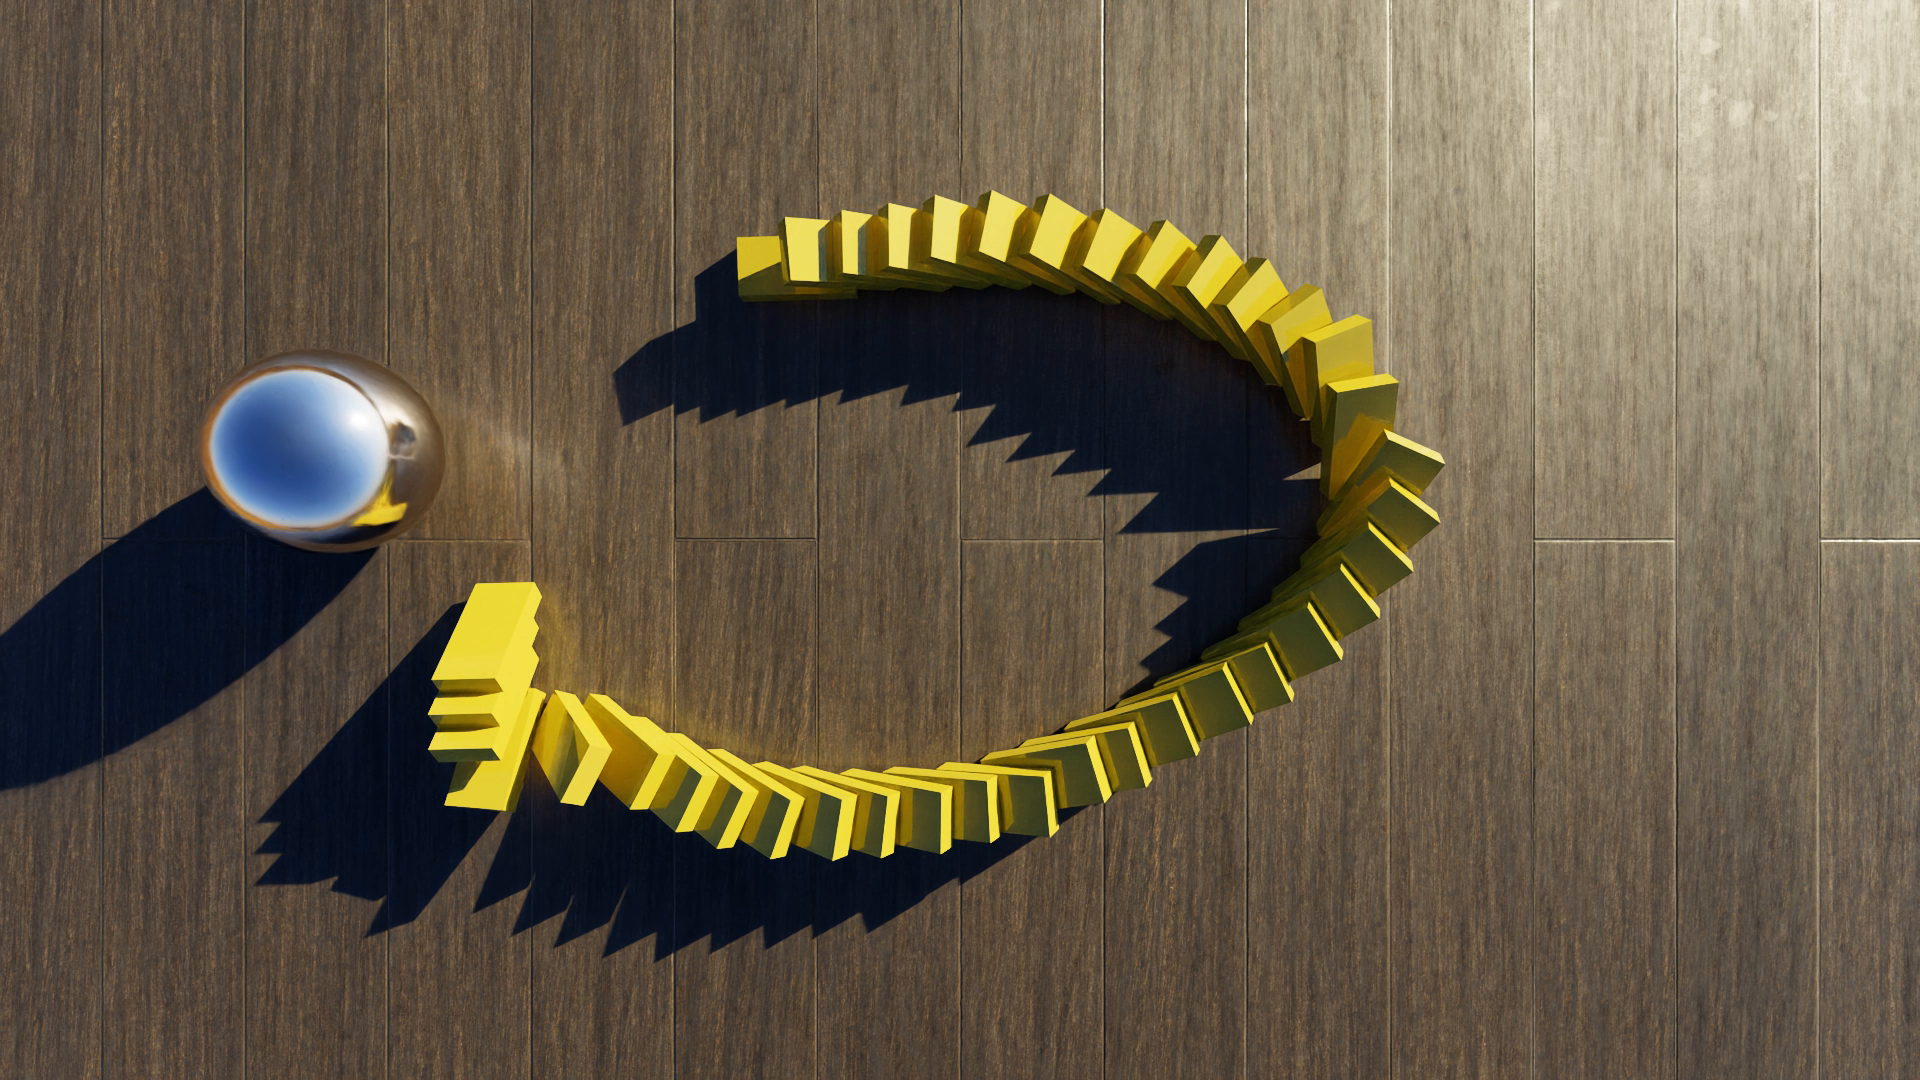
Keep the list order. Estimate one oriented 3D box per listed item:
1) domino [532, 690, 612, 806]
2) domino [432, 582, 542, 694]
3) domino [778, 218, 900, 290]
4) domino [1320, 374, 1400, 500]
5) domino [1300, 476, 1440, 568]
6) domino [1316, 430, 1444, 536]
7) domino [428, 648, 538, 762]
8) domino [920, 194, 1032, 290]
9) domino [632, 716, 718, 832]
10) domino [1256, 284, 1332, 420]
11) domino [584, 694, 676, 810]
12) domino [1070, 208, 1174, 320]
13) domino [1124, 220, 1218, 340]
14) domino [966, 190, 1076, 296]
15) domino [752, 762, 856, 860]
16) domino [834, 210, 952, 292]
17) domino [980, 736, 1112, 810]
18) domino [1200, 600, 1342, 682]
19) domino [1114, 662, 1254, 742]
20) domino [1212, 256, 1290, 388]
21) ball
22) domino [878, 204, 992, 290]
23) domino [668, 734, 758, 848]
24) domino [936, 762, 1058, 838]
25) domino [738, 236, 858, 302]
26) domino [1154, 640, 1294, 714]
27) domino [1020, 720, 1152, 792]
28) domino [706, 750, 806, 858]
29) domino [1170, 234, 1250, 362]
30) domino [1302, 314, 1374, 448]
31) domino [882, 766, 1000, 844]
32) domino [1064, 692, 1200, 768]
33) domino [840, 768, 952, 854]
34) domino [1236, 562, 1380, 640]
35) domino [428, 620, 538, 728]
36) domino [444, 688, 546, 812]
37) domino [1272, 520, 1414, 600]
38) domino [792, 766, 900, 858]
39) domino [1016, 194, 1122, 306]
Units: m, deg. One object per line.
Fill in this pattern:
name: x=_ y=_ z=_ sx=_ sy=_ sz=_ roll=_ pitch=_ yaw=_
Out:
domino: x=-0.162 y=0.085 z=0.378 sx=0.010 sy=0.050 sz=0.025 roll=27 pitch=90 yaw=-43
domino: x=-0.195 y=0.040 z=0.379 sx=0.025 sy=0.010 sz=0.050 roll=-1 pitch=46 yaw=0
domino: x=-0.049 y=-0.119 z=0.383 sx=0.050 sy=0.009 sz=0.025 roll=-6 pitch=92 yaw=-29
domino: x=0.166 y=-0.042 z=0.383 sx=0.025 sy=0.009 sz=0.050 roll=-9 pitch=122 yaw=0
domino: x=0.170 y=0.000 z=0.382 sx=0.025 sy=0.010 sz=0.050 roll=36 pitch=122 yaw=-4
domino: x=0.174 y=-0.019 z=0.382 sx=0.025 sy=0.009 sz=0.050 roll=23 pitch=124 yaw=-1
domino: x=-0.196 y=0.067 z=0.379 sx=0.025 sy=0.010 sz=0.050 roll=-1 pitch=46 yaw=0
domino: x=0.008 y=-0.123 z=0.382 sx=0.050 sy=0.010 sz=0.025 roll=5 pitch=86 yaw=-32
domino: x=-0.125 y=0.097 z=0.382 sx=0.050 sy=0.010 sz=0.025 roll=26 pitch=90 yaw=31
domino: x=0.145 y=-0.078 z=0.382 sx=0.025 sy=0.009 sz=0.050 roll=-36 pitch=123 yaw=-1
domino: x=-0.143 y=0.088 z=0.383 sx=0.050 sy=0.010 sz=0.025 roll=27 pitch=90 yaw=31
domino: x=0.073 y=-0.115 z=0.384 sx=0.050 sy=0.010 sz=0.025 roll=22 pitch=90 yaw=-28
domino: x=0.094 y=-0.108 z=0.384 sx=0.050 sy=0.009 sz=0.025 roll=30 pitch=90 yaw=-27
domino: x=0.028 y=-0.123 z=0.382 sx=0.050 sy=0.009 sz=0.025 roll=13 pitch=88 yaw=-32
domino: x=-0.067 y=0.112 z=0.382 sx=0.050 sy=0.010 sz=0.025 roll=10 pitch=92 yaw=31
domino: x=-0.028 y=-0.120 z=0.384 sx=0.050 sy=0.010 sz=0.025 roll=-1 pitch=90 yaw=-29
domino: x=0.035 y=0.099 z=0.382 sx=0.050 sy=0.010 sz=0.025 roll=-17 pitch=90 yaw=29
domino: x=0.130 y=0.048 z=0.383 sx=0.050 sy=0.010 sz=0.025 roll=-32 pitch=90 yaw=31
domino: x=0.093 y=0.072 z=0.384 sx=0.050 sy=0.009 sz=0.025 roll=-27 pitch=90 yaw=27
domino: x=0.128 y=-0.090 z=0.382 sx=0.025 sy=0.009 sz=0.050 roll=-49 pitch=123 yaw=-1
ball: x=-0.248 y=-0.034 z=0.360 sx=0.080 sy=0.080 sz=0.080 roll=0 pitch=90 yaw=0
domino: x=-0.010 y=-0.122 z=0.382 sx=0.050 sy=0.010 sz=0.025 roll=0 pitch=89 yaw=-33
domino: x=-0.109 y=0.104 z=0.383 sx=0.050 sy=0.010 sz=0.025 roll=25 pitch=90 yaw=30
domino: x=0.015 y=0.108 z=0.383 sx=0.050 sy=0.009 sz=0.025 roll=-4 pitch=94 yaw=28
domino: x=-0.070 y=-0.117 z=0.395 sx=0.050 sy=0.009 sz=0.025 roll=-2 pitch=90 yaw=0
domino: x=0.110 y=0.063 z=0.384 sx=0.050 sy=0.009 sz=0.025 roll=-26 pitch=90 yaw=27
domino: x=0.052 y=0.093 z=0.384 sx=0.050 sy=0.009 sz=0.025 roll=-17 pitch=90 yaw=27
domino: x=-0.090 y=0.109 z=0.383 sx=0.050 sy=0.009 sz=0.025 roll=20 pitch=90 yaw=31
domino: x=0.112 y=-0.100 z=0.382 sx=0.050 sy=0.009 sz=0.025 roll=36 pitch=88 yaw=-34
domino: x=0.159 y=-0.065 z=0.382 sx=0.025 sy=0.010 sz=0.050 roll=-22 pitch=121 yaw=-4
domino: x=-0.008 y=0.110 z=0.384 sx=0.050 sy=0.009 sz=0.025 roll=-3 pitch=90 yaw=28
domino: x=0.072 y=0.083 z=0.385 sx=0.050 sy=0.010 sz=0.025 roll=-22 pitch=90 yaw=27
domino: x=-0.027 y=0.113 z=0.383 sx=0.050 sy=0.010 sz=0.025 roll=2 pitch=92 yaw=29
domino: x=0.145 y=0.033 z=0.383 sx=0.050 sy=0.010 sz=0.025 roll=-38 pitch=91 yaw=31
domino: x=-0.196 y=0.053 z=0.379 sx=0.025 sy=0.009 sz=0.050 roll=-1 pitch=46 yaw=0
domino: x=-0.195 y=0.087 z=0.385 sx=0.025 sy=0.009 sz=0.050 roll=3 pitch=68 yaw=5
domino: x=0.158 y=0.017 z=0.382 sx=0.025 sy=0.009 sz=0.050 roll=44 pitch=122 yaw=-2
domino: x=-0.050 y=0.113 z=0.384 sx=0.050 sy=0.010 sz=0.025 roll=6 pitch=90 yaw=29
domino: x=0.050 y=-0.120 z=0.383 sx=0.050 sy=0.009 sz=0.025 roll=19 pitch=90 yaw=-31
